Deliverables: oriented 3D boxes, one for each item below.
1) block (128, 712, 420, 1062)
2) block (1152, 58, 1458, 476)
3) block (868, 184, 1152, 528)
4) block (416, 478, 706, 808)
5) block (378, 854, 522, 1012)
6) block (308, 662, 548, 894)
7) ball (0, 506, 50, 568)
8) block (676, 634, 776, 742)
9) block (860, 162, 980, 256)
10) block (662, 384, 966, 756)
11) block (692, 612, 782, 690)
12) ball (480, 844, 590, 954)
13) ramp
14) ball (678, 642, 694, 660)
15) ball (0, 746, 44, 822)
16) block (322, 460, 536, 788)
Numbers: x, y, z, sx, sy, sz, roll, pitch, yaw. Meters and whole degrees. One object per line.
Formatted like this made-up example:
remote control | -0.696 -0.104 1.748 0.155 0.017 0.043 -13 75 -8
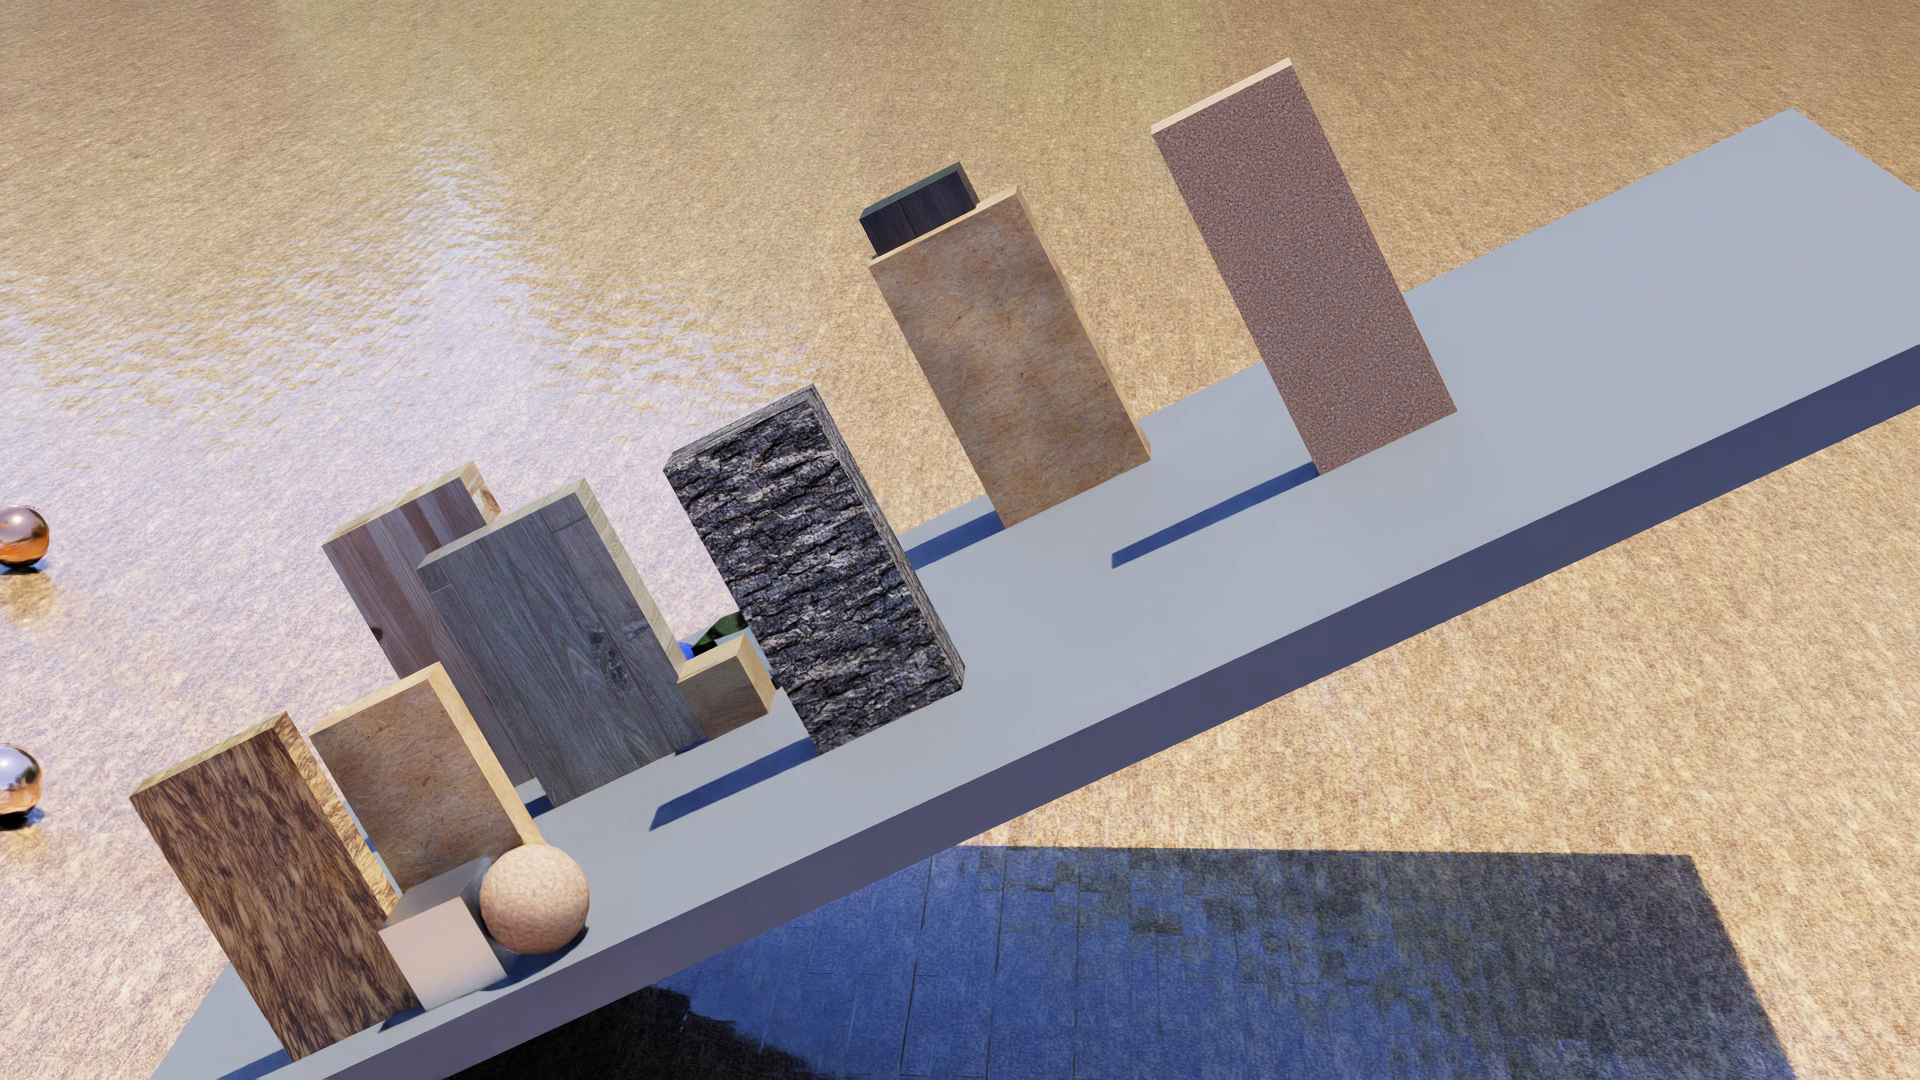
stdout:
block | -1.296 0.674 5.688 0.325 0.618 0.091 -25 14 10
block | 0.696 -0.548 5.939 0.306 0.782 0.110 -25 14 10
block | 0.119 -0.420 6.782 0.375 0.692 0.125 -25 14 10
block | -0.859 0.229 6.467 0.398 0.617 0.120 -25 14 10
block | -0.970 0.757 5.671 0.186 0.186 0.186 -24 14 15
block | -1.034 0.540 5.857 0.274 0.529 0.105 -25 14 10
ball | -3.145 -0.009 9.818 0.208 0.208 0.208 0 17 0
block | -0.511 0.322 6.447 0.149 0.149 0.149 -25 14 10
block | 0.064 -0.464 6.844 0.251 0.789 0.132 -25 14 10
block | -0.286 0.061 5.873 0.320 0.663 0.139 -25 14 10
block | -0.473 0.254 6.608 0.156 0.156 0.156 -20 16 30
ball | -0.807 0.681 5.581 0.208 0.208 0.208 0 17 0
ramp | 0.139 0.168 6.281 4.000 0.100 2.000 -25 14 10
ball | -0.636 0.319 6.639 0.178 0.178 0.178 0 17 0
ball | -2.499 0.638 7.695 0.197 0.197 0.197 0 17 0
block | -1.129 0.219 6.827 0.368 0.710 0.143 -25 14 10
